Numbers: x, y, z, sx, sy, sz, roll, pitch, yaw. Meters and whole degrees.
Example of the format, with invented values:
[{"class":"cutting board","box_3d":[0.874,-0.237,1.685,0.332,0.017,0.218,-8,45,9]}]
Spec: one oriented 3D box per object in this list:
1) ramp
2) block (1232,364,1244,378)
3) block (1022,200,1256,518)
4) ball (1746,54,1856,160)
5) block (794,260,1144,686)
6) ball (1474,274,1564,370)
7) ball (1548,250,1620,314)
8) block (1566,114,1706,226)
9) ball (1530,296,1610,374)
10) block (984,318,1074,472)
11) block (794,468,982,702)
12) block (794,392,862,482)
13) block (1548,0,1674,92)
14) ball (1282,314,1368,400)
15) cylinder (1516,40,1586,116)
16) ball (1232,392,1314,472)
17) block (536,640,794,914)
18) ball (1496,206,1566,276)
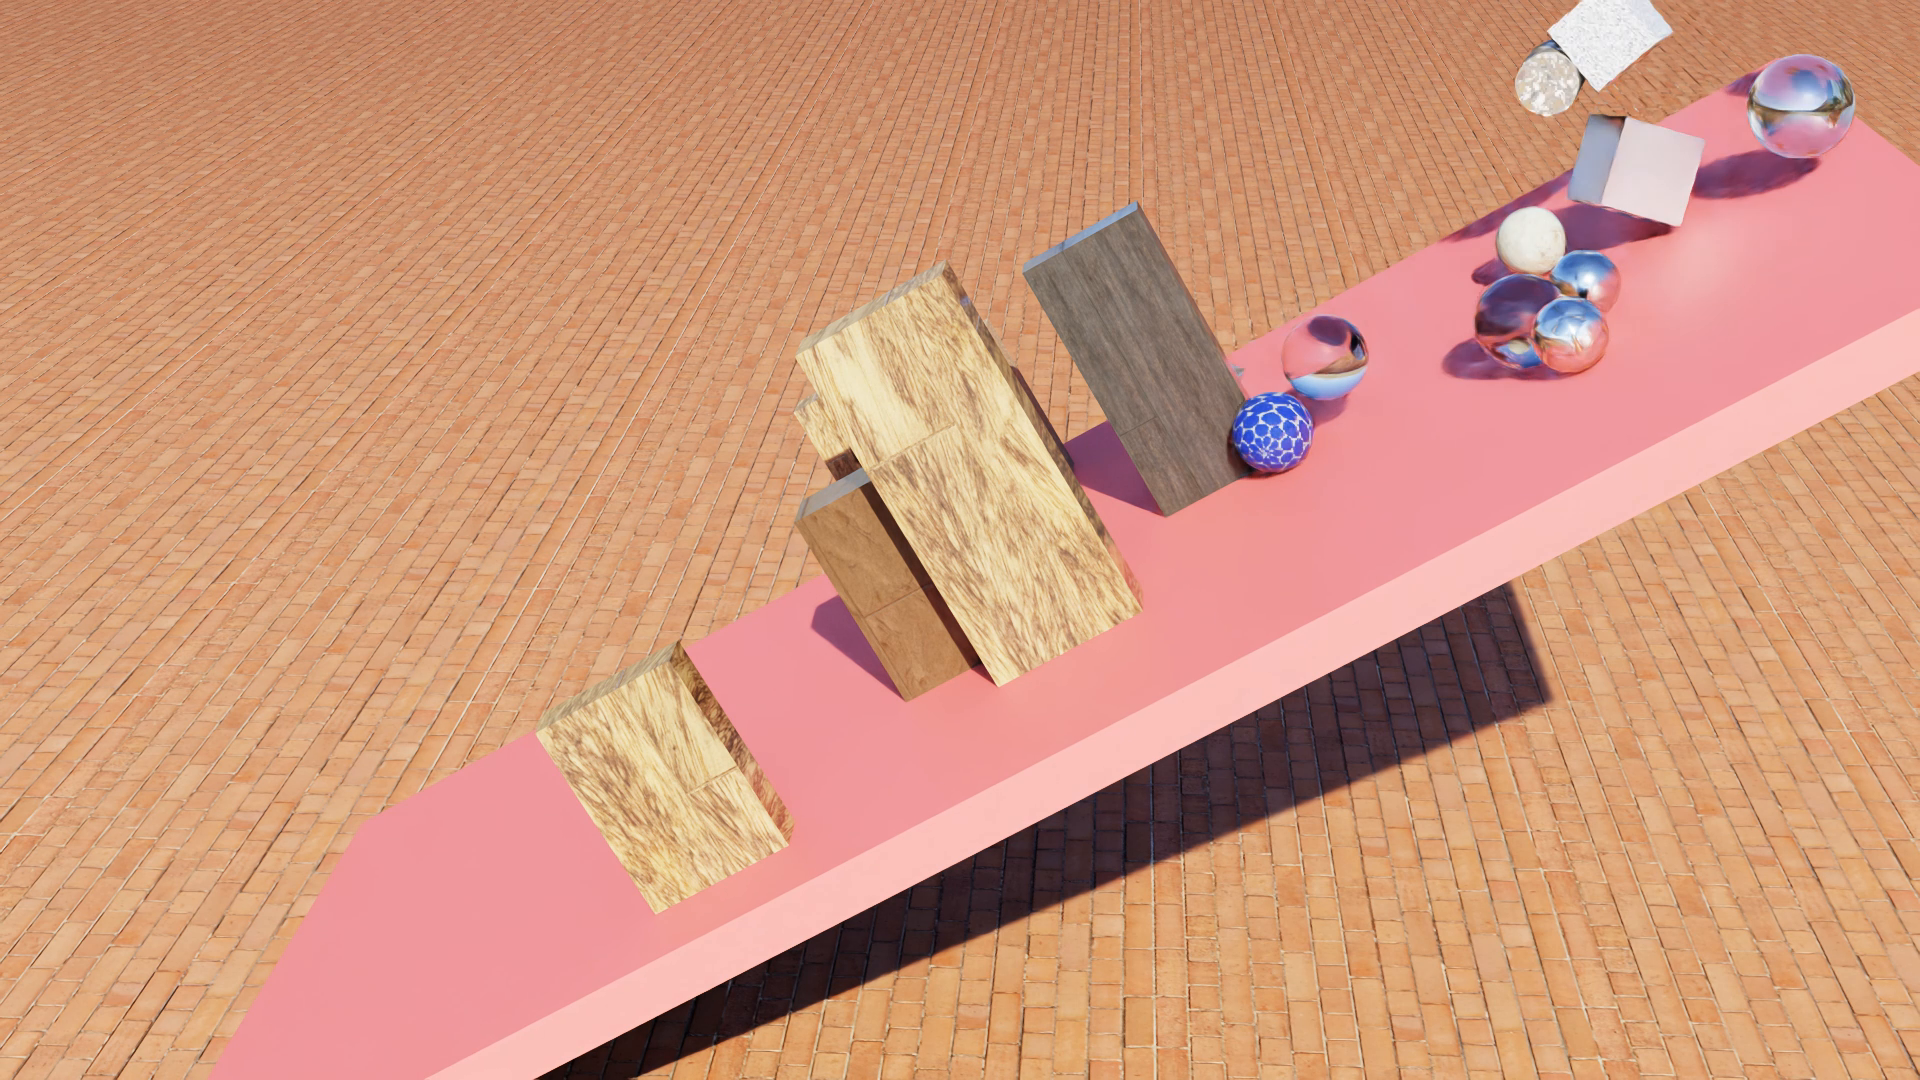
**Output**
[{"class":"ramp","box_3d":[0.142,0.168,6.285,4.000,0.100,2.000,-28,15,12]},{"class":"block","box_3d":[0.516,-0.313,6.487,0.153,0.153,0.153,23,30,5]},{"class":"block","box_3d":[0.400,-0.375,6.143,0.271,0.607,0.090,-28,15,12]},{"class":"ball","box_3d":[1.651,-0.851,5.778,0.206,0.206,0.206,0,19,0]},{"class":"block","box_3d":[0.024,-0.125,5.737,0.327,0.775,0.124,-28,15,12]},{"class":"ball","box_3d":[1.098,-0.427,5.748,0.187,0.187,0.187,0,19,0]},{"class":"ball","box_3d":[1.233,-0.504,5.805,0.140,0.140,0.140,0,19,0]},{"class":"block","box_3d":[1.393,-0.764,6.072,0.182,0.182,0.182,14,7,-14]},{"class":"ball","box_3d":[1.159,-0.390,5.585,0.146,0.146,0.146,0,19,0]},{"class":"block","box_3d":[0.026,-0.264,6.937,0.324,0.407,0.089,-28,15,12]},{"class":"block","box_3d":[-0.078,0.051,6.022,0.326,0.446,0.148,-28,15,12]},{"class":"block","box_3d":[-0.130,-0.159,6.719,0.274,0.498,0.087,-28,15,12]},{"class":"block","box_3d":[1.344,-1.050,6.074,0.162,0.162,0.162,-40,-4,29]},{"class":"ball","box_3d":[0.745,-0.373,6.004,0.177,0.177,0.177,0,19,0]},{"class":"cylinder","box_3d":[1.229,-0.961,6.112,0.130,0.130,0.130,6,23,18]},{"class":"ball","box_3d":[0.642,-0.221,6.027,0.167,0.167,0.167,0,19,0]},{"class":"block","box_3d":[-0.566,0.459,5.676,0.304,0.434,0.113,-28,15,12]},{"class":"ball","box_3d":[1.218,-0.636,6.277,0.149,0.149,0.149,0,19,0]}]
